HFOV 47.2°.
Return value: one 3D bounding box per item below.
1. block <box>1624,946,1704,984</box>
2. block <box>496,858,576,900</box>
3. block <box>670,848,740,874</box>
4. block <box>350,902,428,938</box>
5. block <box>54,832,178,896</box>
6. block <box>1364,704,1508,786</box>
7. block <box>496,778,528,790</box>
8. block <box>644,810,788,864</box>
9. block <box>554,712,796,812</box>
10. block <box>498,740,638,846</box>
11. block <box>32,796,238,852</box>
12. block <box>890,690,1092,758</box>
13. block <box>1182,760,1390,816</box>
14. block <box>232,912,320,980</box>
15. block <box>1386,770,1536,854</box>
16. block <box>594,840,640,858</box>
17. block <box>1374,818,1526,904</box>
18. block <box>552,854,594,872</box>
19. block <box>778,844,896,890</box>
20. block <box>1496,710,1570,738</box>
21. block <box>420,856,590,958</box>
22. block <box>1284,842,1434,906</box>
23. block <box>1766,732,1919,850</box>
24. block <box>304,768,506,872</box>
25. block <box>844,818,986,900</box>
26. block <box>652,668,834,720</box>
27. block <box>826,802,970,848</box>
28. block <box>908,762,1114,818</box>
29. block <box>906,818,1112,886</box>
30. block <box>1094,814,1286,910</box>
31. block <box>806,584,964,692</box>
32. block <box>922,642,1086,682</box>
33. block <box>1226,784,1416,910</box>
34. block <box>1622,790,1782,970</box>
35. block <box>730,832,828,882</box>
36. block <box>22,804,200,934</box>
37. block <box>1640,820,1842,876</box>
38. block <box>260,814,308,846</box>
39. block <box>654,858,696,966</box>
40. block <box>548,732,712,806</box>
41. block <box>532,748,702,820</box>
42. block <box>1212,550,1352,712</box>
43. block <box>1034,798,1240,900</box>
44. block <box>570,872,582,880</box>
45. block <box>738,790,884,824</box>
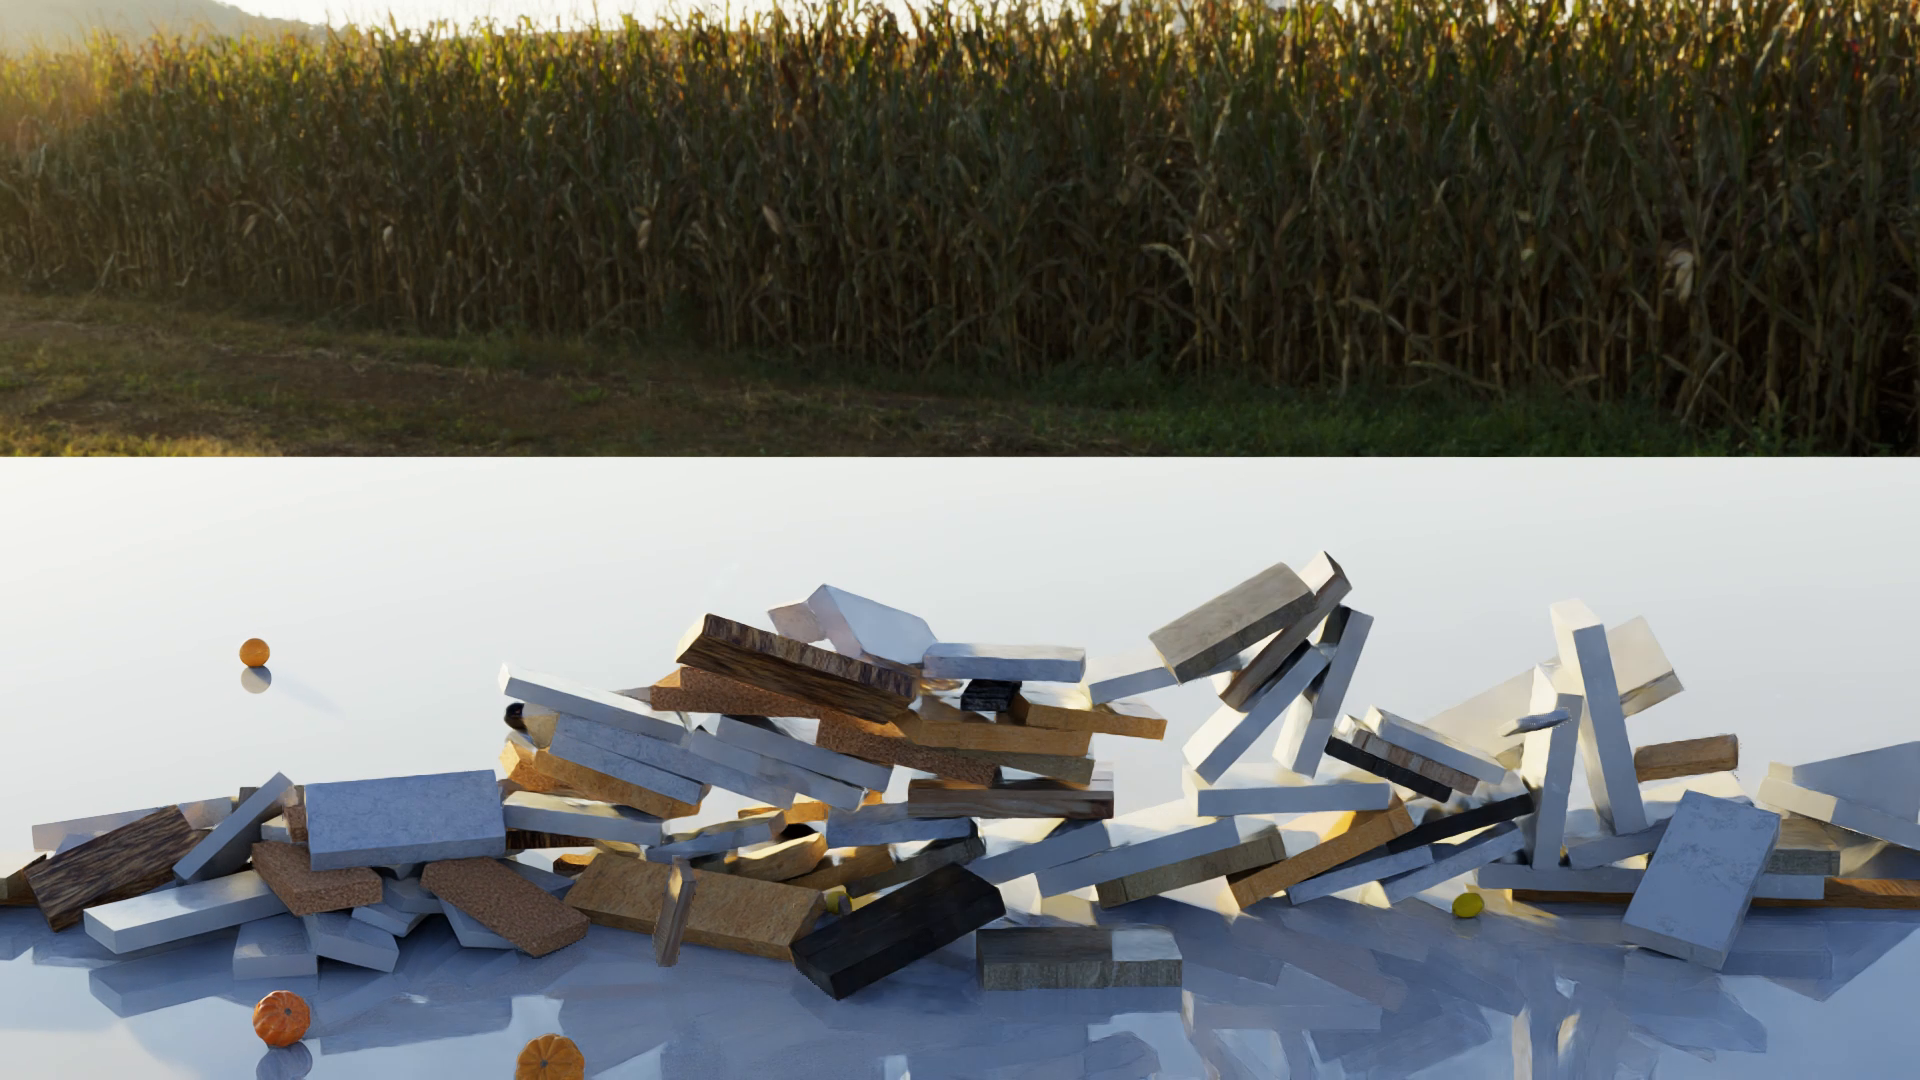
[{"bbox_3d":[1.093,0.635,3.364,0.161,0.023,0.081,-10,15,-44],"label":"block"},{"bbox_3d":[-0.768,0.574,3.653,0.261,0.037,0.130,8,13,38],"label":"block"},{"bbox_3d":[-0.481,0.551,3.648,0.215,0.030,0.108,-14,9,6],"label":"block"},{"bbox_3d":[-0.896,0.584,3.480,0.087,0.025,0.174,21,2,-1],"label":"block"},{"bbox_3d":[-1.380,0.545,3.611,0.227,0.032,0.113,5,39,7],"label":"block"},{"bbox_3d":[0.779,0.337,3.610,0.218,0.031,0.109,22,7,-7],"label":"block"},{"bbox_3d":[-0.892,0.492,3.853,0.262,0.131,0.037,-11,54,-45],"label":"block"},{"bbox_3d":[-0.404,0.495,3.648,0.215,0.030,0.108,-13,2,9],"label":"block"},{"bbox_3d":[-0.475,0.361,3.741,0.413,0.042,0.149,19,4,-3],"label":"block"},{"bbox_3d":[-0.690,0.451,3.925,0.266,0.038,0.133,32,-2,-22],"label":"block"},{"bbox_3d":[-1.419,0.494,3.831,0.330,0.047,0.165,-8,-5,-7],"label":"block"},{"bbox_3d":[0.042,0.294,3.560,0.307,0.043,0.153,7,13,-27],"label":"block"},{"bbox_3d":[0.536,0.409,3.638,0.313,0.044,0.157,-2,9,-3],"label":"block"},{"bbox_3d":[-1.056,0.619,3.418,0.120,0.034,0.240,-2,11,-13],"label":"block"},{"bbox_3d":[0.818,0.451,3.649,0.243,0.034,0.122,-18,10,5],"label":"block"},{"bbox_3d":[-0.607,0.541,3.858,0.048,0.014,0.095,14,0,-38],"label":"block"},{"bbox_3d":[0.809,0.524,3.664,0.243,0.034,0.122,-24,10,3],"label":"block"},{"bbox_3d":[-0.649,0.559,3.798,0.095,0.014,0.048,3,11,14],"label":"block"},{"bbox_3d":[-0.223,0.543,3.632,0.235,0.033,0.117,-18,10,3],"label":"block"},{"bbox_3d":[0.904,0.290,3.473,0.105,0.015,0.053,-7,-20,-28],"label":"block"},{"bbox_3d":[-0.715,0.569,3.459,0.244,0.035,0.122,26,17,23],"label":"block"},{"bbox_3d":[0.654,0.538,3.665,0.243,0.034,0.122,-17,10,0],"label":"block"},{"bbox_3d":[1.573,0.456,3.909,0.350,0.175,0.050,-6,12,-29],"label":"block"},{"bbox_3d":[-0.885,0.445,3.505,0.298,0.042,0.149,-3,41,-19],"label":"block"},{"bbox_3d":[-0.075,0.526,3.649,0.235,0.033,0.117,-19,10,3],"label":"block"},{"bbox_3d":[-0.353,0.257,3.698,0.297,0.042,0.148,2,9,12],"label":"block"},{"bbox_3d":[-0.101,0.468,3.650,0.235,0.033,0.117,-5,10,0],"label":"block"},{"bbox_3d":[0.088,0.414,3.657,0.336,0.048,0.168,0,10,4],"label":"block"},{"bbox_3d":[0.080,0.515,3.655,0.336,0.048,0.168,-18,10,4],"label":"block"},{"bbox_3d":[0.376,0.526,3.655,0.313,0.044,0.157,-16,10,3],"label":"block"},{"bbox_3d":[-0.121,0.169,3.626,0.295,0.042,0.148,23,29,-55],"label":"block"},{"bbox_3d":[0.074,0.198,3.572,0.255,0.036,0.127,1,7,8],"label":"block"},{"bbox_3d":[0.589,0.502,3.651,0.313,0.044,0.157,-26,9,5],"label":"block"},{"bbox_3d":[1.149,0.521,3.402,0.150,0.043,0.301,14,45,31],"label":"block"},{"bbox_3d":[-0.334,0.543,3.635,0.215,0.030,0.108,-18,8,14],"label":"block"},{"bbox_3d":[-1.370,0.531,3.573,0.255,0.036,0.127,-25,45,-28],"label":"block"},{"bbox_3d":[1.279,0.505,3.643,0.303,0.043,0.152,1,12,6],"label":"block"},{"bbox_3d":[-1.036,0.472,3.578,0.175,0.025,0.088,5,12,19],"label":"block"},{"bbox_3d":[-0.436,0.567,3.355,0.021,0.147,0.073,10,17,-20],"label":"block"},{"bbox_3d":[-0.553,0.378,3.720,0.262,0.037,0.131,19,4,3],"label":"block"},{"bbox_3d":[-0.581,0.412,3.743,0.262,0.037,0.131,18,2,17],"label":"block"},{"bbox_3d":[0.529,0.149,3.643,0.040,0.279,0.139,39,13,-10],"label":"block"},{"bbox_3d":[0.289,0.503,3.656,0.336,0.048,0.168,-16,10,3],"label":"block"},{"bbox_3d":[-0.617,0.563,3.677,0.095,0.014,0.048,-21,8,12],"label":"block"},{"bbox_3d":[-0.271,0.481,3.971,0.248,0.035,0.124,-12,0,42],"label":"block"}]
